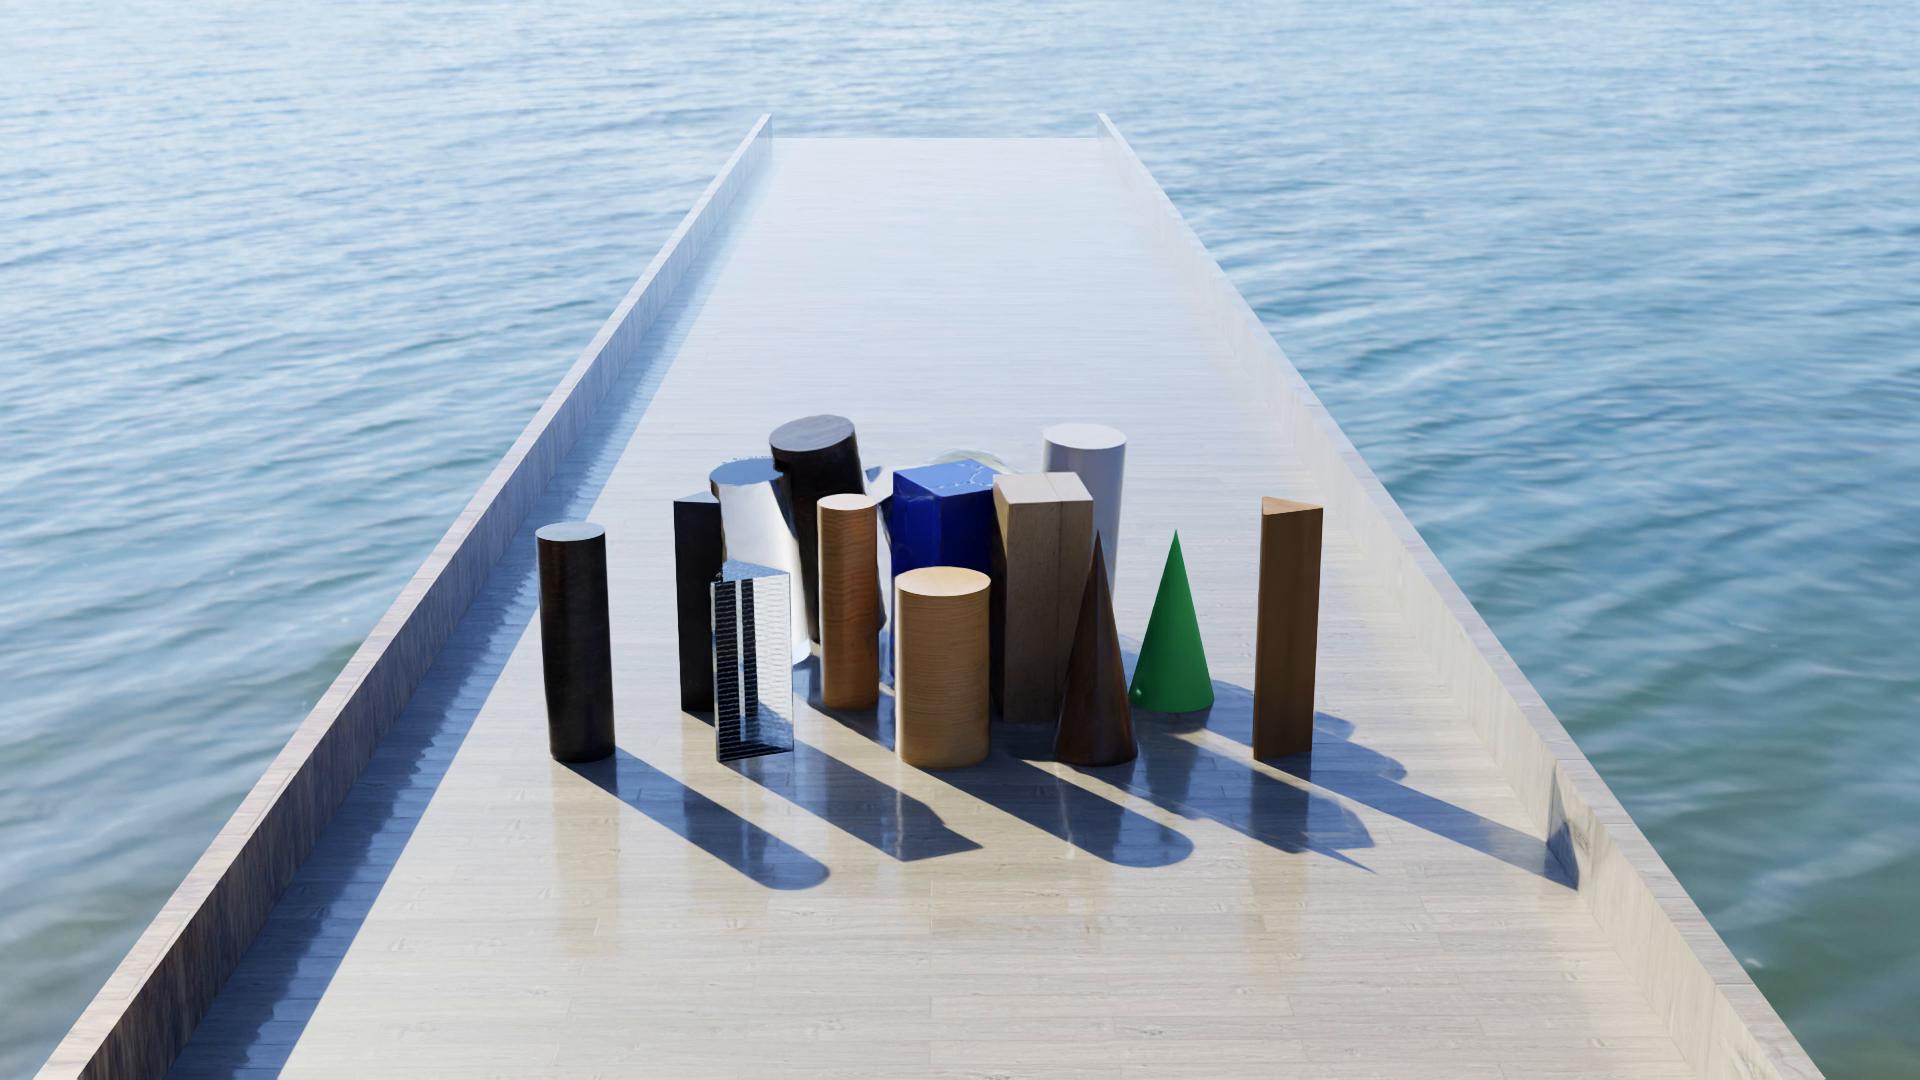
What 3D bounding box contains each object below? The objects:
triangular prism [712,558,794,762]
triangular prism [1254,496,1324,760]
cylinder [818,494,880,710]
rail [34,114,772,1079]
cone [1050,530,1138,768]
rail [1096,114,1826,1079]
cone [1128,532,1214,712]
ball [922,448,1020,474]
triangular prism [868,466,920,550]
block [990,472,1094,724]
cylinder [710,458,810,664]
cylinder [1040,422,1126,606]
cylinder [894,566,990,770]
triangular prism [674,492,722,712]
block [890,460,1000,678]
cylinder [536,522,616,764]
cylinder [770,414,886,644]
[{"bbox_3d":[-0.388,0.210,3.936,0.143,0.334,0.124,-7,18,-22],"label":"triangular prism"},{"bbox_3d":[0.559,0.154,3.914,0.119,0.454,0.103,-7,18,-22],"label":"triangular prism"},{"bbox_3d":[-0.209,0.118,4.140,0.110,0.394,0.110,0,17,0],"label":"cylinder"},{"bbox_3d":[-1.118,-0.838,7.780,0.050,0.150,12.000,0,17,-1],"label":"rail"},{"bbox_3d":[0.241,0.177,3.895,0.159,0.419,0.159,0,17,0],"label":"cone"},{"bbox_3d":[0.932,-0.844,7.801,0.050,0.150,12.000,0,17,-1],"label":"rail"},{"bbox_3d":[0.405,0.139,4.166,0.166,0.339,0.166,0,17,0],"label":"cone"},{"bbox_3d":[0.013,-0.052,4.475,0.273,0.273,0.273,0,17,0],"label":"ball"},{"bbox_3d":[-0.094,0.039,4.361,0.154,0.386,0.134,-32,32,-27],"label":"triangular prism"},{"bbox_3d":[0.147,0.107,4.088,0.156,0.434,0.156,-3,21,-9],"label":"block"},{"bbox_3d":[-0.395,0.048,4.356,0.158,0.390,0.158,-4,21,2],"label":"cylinder"},{"bbox_3d":[0.233,0.010,4.368,0.163,0.458,0.163,3,21,-1],"label":"cylinder"},{"bbox_3d":[-0.031,0.226,3.902,0.170,0.322,0.170,0,17,0],"label":"cylinder"},{"bbox_3d":[-0.477,0.116,4.118,0.088,0.410,0.076,2,17,8],"label":"triangular prism"},{"bbox_3d":[-0.011,0.079,4.216,0.178,0.416,0.178,-10,22,-30],"label":"block"},{"bbox_3d":[-0.680,0.182,3.895,0.121,0.411,0.121,0,17,0],"label":"cylinder"},{"bbox_3d":[-0.265,-0.019,4.471,0.172,0.440,0.172,-7,27,3],"label":"cylinder"}]
